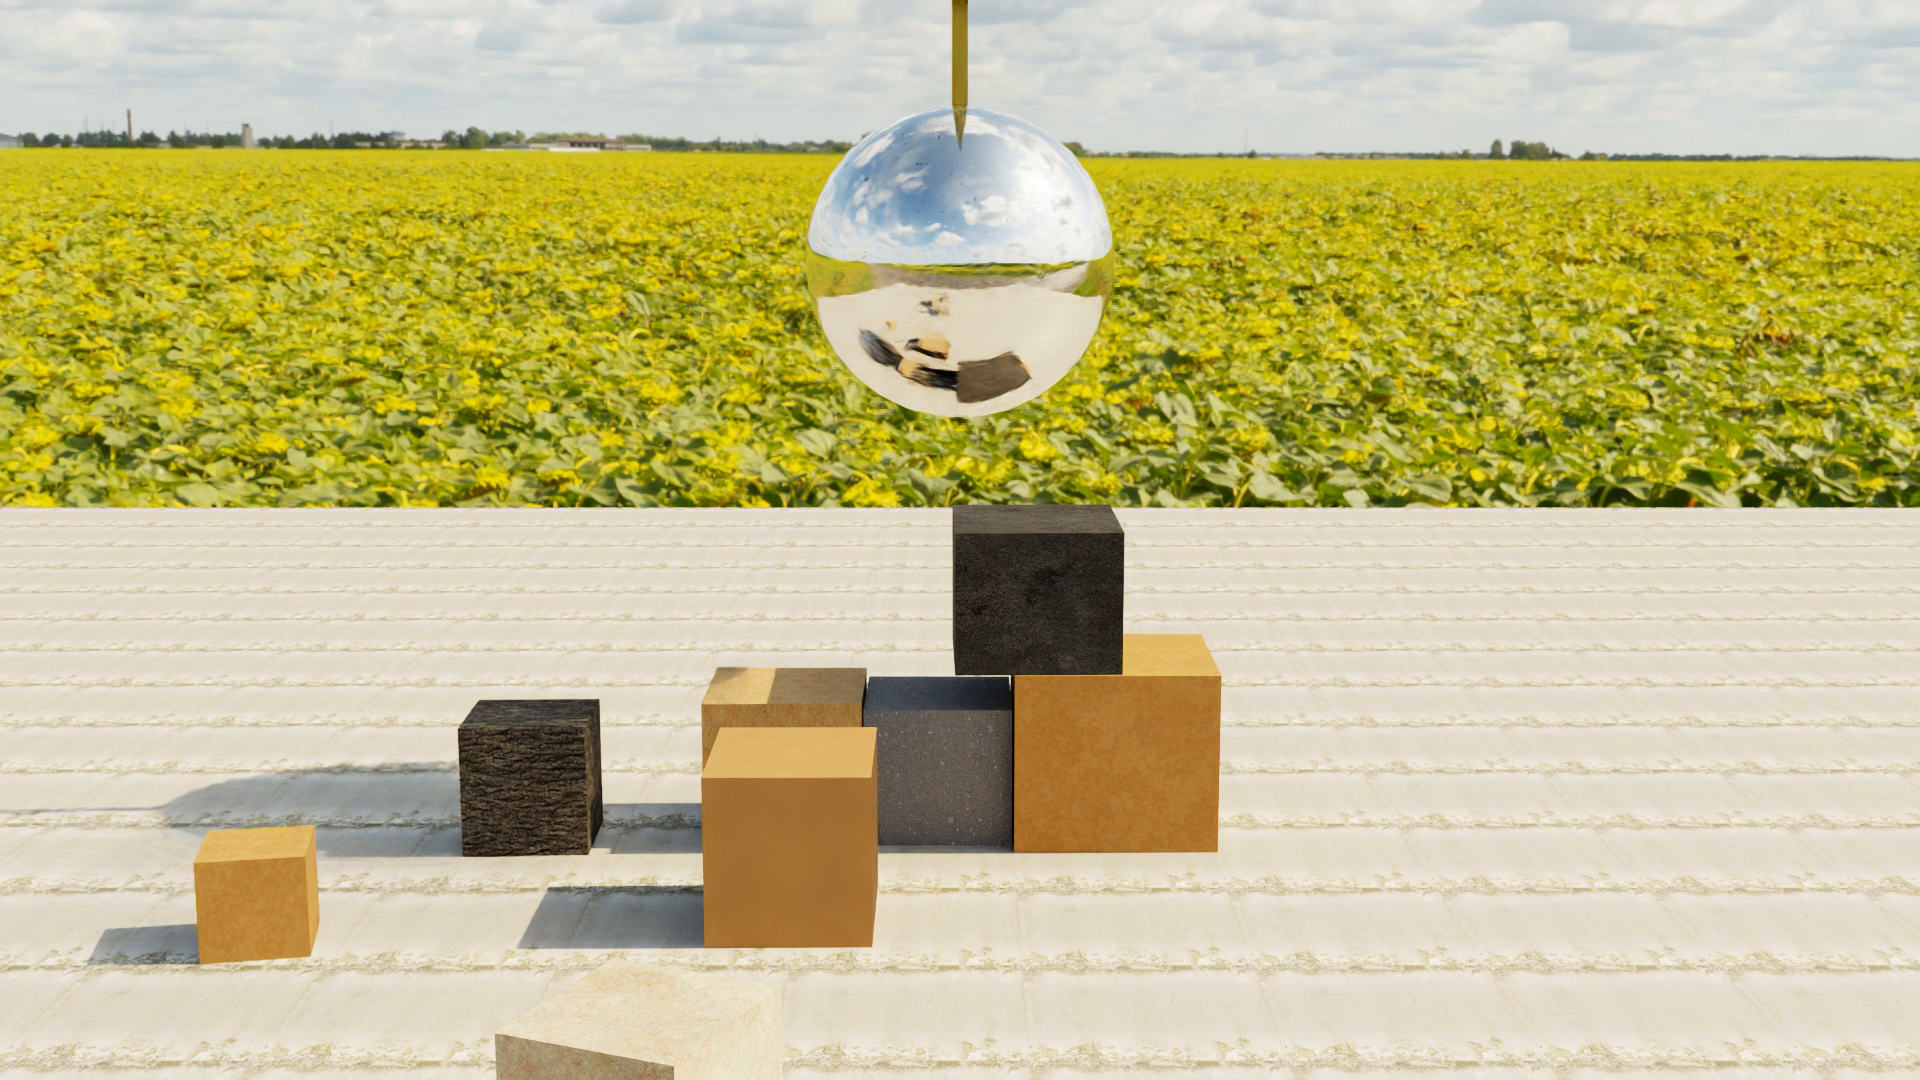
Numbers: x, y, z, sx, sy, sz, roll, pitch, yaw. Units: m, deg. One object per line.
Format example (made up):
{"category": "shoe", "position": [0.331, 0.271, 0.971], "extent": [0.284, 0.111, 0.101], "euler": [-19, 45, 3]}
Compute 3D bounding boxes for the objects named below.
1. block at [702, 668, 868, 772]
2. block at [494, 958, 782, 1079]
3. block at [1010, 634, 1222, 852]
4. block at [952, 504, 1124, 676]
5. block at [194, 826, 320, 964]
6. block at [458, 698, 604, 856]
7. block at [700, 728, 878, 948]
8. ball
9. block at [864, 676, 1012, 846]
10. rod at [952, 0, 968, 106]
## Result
{"category": "block", "position": [-0.890, 1.112, 11.368], "extent": [0.796, 0.744, 0.764], "euler": [0, 10, 0]}
{"category": "block", "position": [-1.043, 1.880, 7.273], "extent": [0.658, 0.699, 0.710], "euler": [4, 11, 23]}
{"category": "block", "position": [0.779, 1.031, 11.363], "extent": [1.017, 0.906, 0.940], "euler": [0, 10, 0]}
{"category": "block", "position": [0.381, 0.240, 11.190], "extent": [0.827, 0.711, 0.858], "euler": [0, 10, -1]}
{"category": "block", "position": [-3.097, 1.560, 9.709], "extent": [0.462, 0.457, 0.450], "euler": [-2, 10, -11]}
{"category": "block", "position": [-2.167, 1.197, 11.152], "extent": [0.621, 0.654, 0.574], "euler": [0, 10, -2]}
{"category": "block", "position": [-0.758, 1.340, 10.026], "extent": [0.738, 0.777, 0.830], "euler": [0, 10, 0]}
{"category": "ball", "position": [0.000, -1.432, 11.348], "extent": [1.600, 1.600, 1.600], "euler": [0, 10, 0]}
{"category": "block", "position": [-0.111, 1.132, 11.377], "extent": [0.742, 0.703, 0.709], "euler": [0, 10, 0]}
{"category": "rod", "position": [0.000, -4.726, 10.506], "extent": [0.080, 5.200, 0.080], "euler": [0, 14, 0]}
